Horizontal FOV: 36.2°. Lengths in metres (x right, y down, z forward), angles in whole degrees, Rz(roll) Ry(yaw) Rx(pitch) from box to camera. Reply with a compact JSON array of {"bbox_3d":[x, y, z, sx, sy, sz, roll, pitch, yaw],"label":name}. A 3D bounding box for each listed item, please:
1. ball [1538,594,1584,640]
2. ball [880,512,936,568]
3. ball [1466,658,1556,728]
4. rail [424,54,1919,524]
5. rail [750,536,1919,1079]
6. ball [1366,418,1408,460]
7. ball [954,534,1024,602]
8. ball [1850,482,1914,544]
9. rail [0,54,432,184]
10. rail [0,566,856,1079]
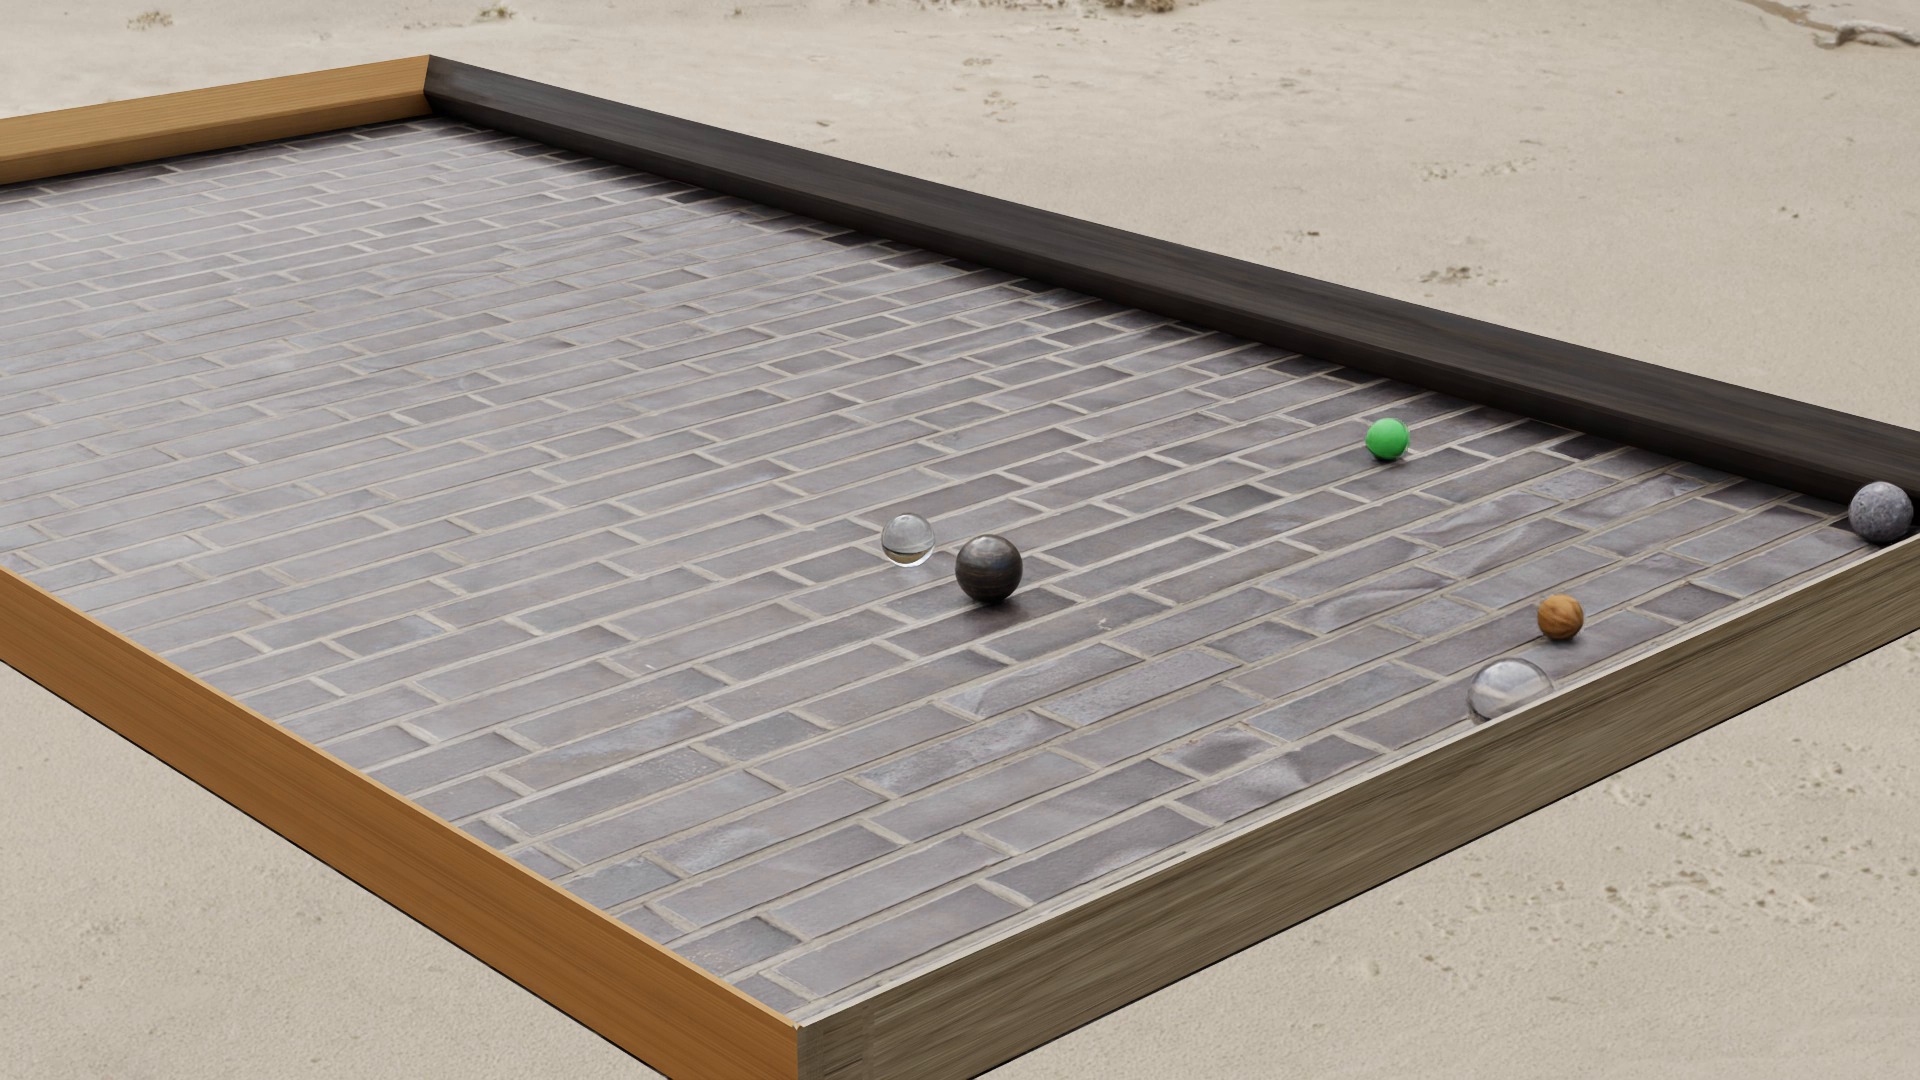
[{"bbox_3d":[0.532,0.069,2.607,0.041,0.041,0.041,0,20,0],"label":"ball"},{"bbox_3d":[-0.049,0.000,2.779,0.052,0.052,0.052,0,20,0],"label":"ball"},{"bbox_3d":[0.448,0.131,2.391,0.072,0.072,0.072,0,20,0],"label":"ball"},{"bbox_3d":[0.081,-0.371,3.727,0.045,0.093,2.792,-18,26,-39],"label":"rail"},{"bbox_3d":[0.456,0.152,2.301,1.549,0.093,0.045,-18,26,-39],"label":"rail"},{"bbox_3d":[0.447,-0.105,3.077,0.043,0.043,0.043,0,20,0],"label":"ball"},{"bbox_3d":[0.026,0.026,2.691,0.063,0.063,0.063,0,20,0],"label":"ball"},{"bbox_3d":[0.889,-0.026,2.840,0.059,0.059,0.059,0,20,0],"label":"ball"},{"bbox_3d":[-1.400,-0.545,4.200,1.549,0.093,0.045,-18,26,-39],"label":"rail"},{"bbox_3d":[-1.025,-0.022,2.774,0.045,0.093,2.792,-18,26,-39],"label":"rail"}]
